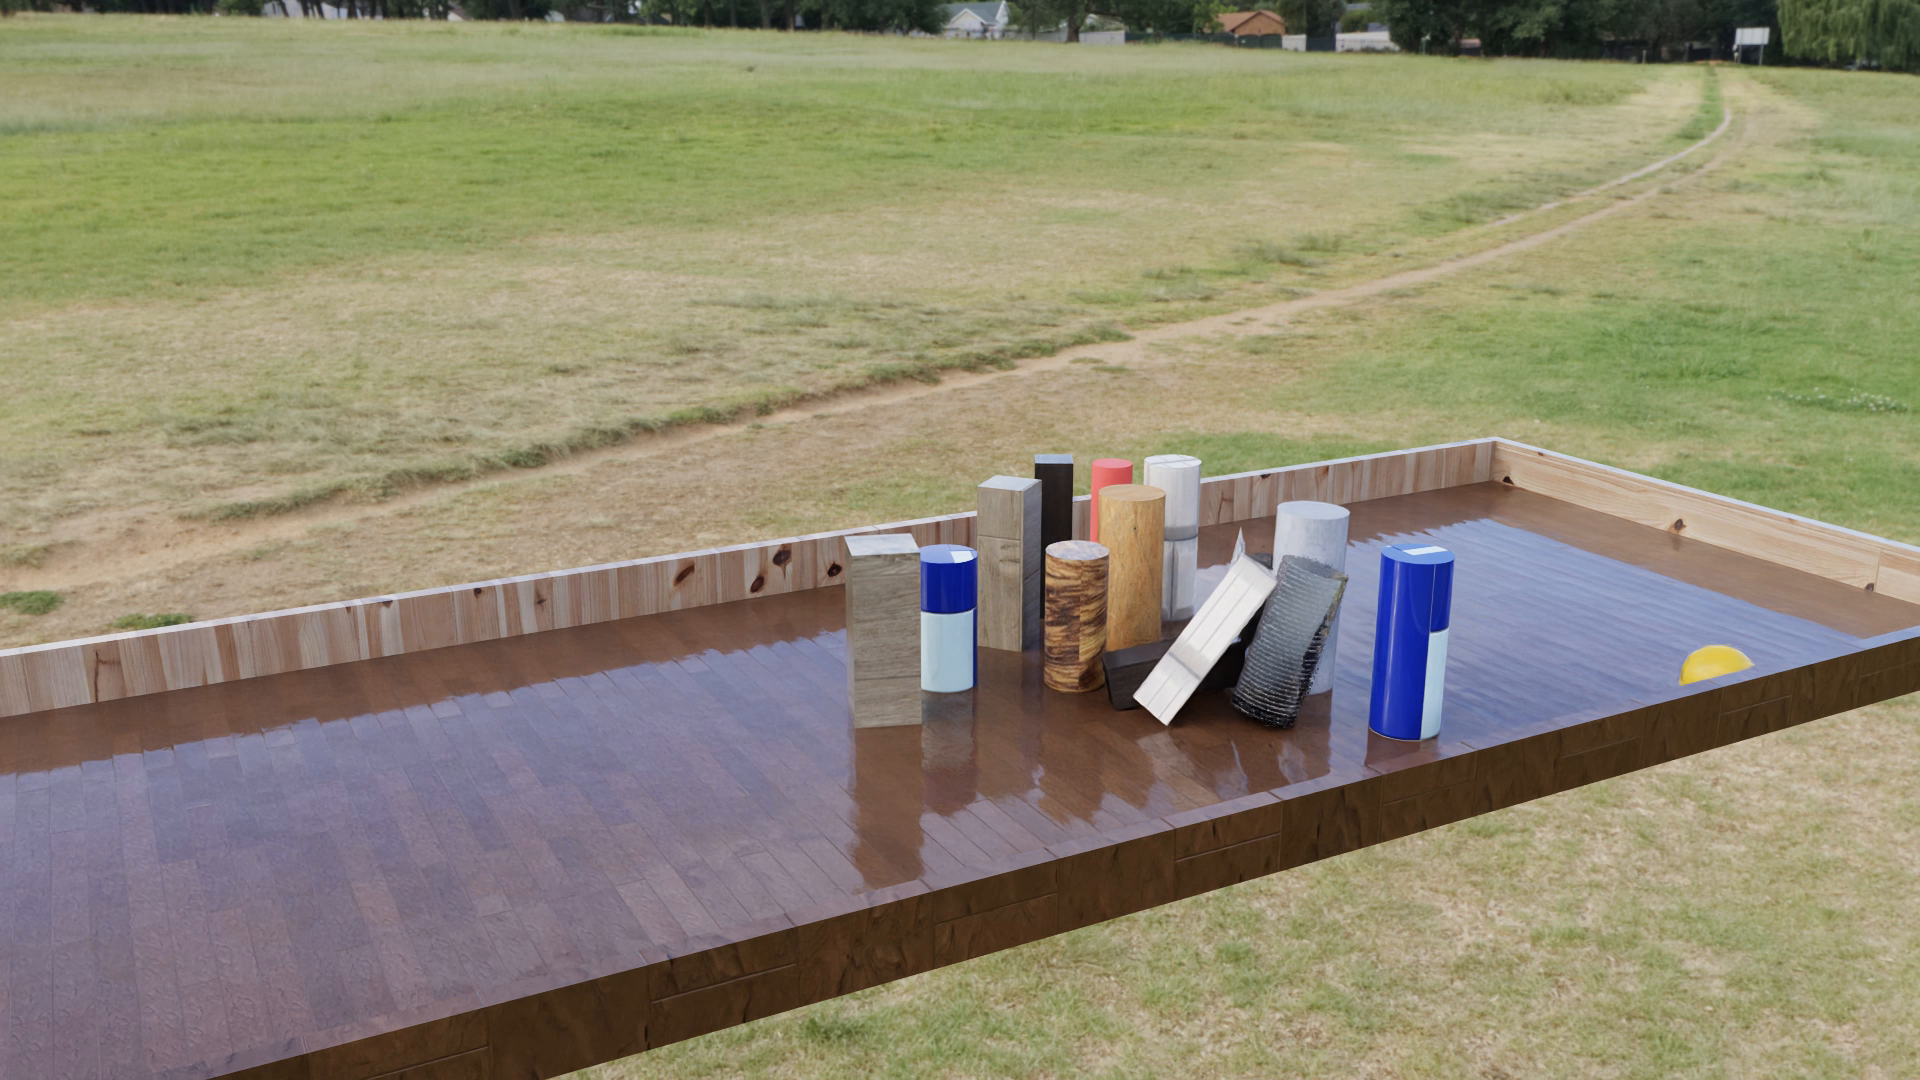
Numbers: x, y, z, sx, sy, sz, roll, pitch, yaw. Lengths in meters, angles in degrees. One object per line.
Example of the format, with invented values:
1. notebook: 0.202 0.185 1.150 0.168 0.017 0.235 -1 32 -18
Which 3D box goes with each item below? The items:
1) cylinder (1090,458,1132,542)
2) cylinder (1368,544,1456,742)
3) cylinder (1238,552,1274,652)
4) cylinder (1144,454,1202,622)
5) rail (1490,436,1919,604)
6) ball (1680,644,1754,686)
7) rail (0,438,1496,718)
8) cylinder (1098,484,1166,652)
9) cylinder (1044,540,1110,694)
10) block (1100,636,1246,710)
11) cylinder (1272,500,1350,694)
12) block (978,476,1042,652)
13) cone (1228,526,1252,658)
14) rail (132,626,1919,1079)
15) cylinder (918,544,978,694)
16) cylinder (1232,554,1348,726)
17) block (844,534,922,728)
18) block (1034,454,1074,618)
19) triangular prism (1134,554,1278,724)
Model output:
1. cylinder: 0.441 -0.042 4.829 0.118 0.377 0.118 0 16 0
2. cylinder: 1.039 0.235 3.801 0.162 0.425 0.162 0 16 0
3. cylinder: 0.712 0.193 4.190 0.127 0.127 0.334 16 56 44
4. cylinder: 0.585 -0.006 4.596 0.156 0.440 0.156 0 16 0
5. rail: 2.466 -0.048 5.253 0.050 0.150 2.100 -9 18 -27
6. ball: 1.800 0.334 3.912 0.172 0.172 0.172 0 16 0
7. rail: -3.305 0.497 3.399 12.000 0.150 0.050 -9 18 -27
8. cylinder: 0.447 0.078 4.344 0.174 0.420 0.174 0 16 0
9. cylinder: 0.287 0.190 4.088 0.156 0.347 0.156 0 18 0
10. block: 0.518 0.311 3.992 0.329 0.110 0.110 -12 17 1
11. cylinder: 0.854 0.141 4.077 0.174 0.445 0.174 2 16 -1
12. block: 0.130 0.062 4.368 0.129 0.439 0.129 7 18 23
13. cone: 0.730 0.125 4.331 0.145 0.337 0.145 0 16 0
14. rail: -2.336 1.006 1.665 12.000 0.150 0.050 -9 18 -27
15. cylinder: -0.037 0.195 4.099 0.163 0.335 0.163 0 16 0
16. cylinder: 0.768 0.235 3.851 0.158 0.368 0.158 16 14 -4
17. block: -0.181 0.212 3.883 0.157 0.422 0.157 -3 17 -10
18. block: 0.258 -0.009 4.594 0.104 0.446 0.104 0 16 1
19. triangular prism: 0.588 0.236 3.873 0.106 0.427 0.092 41 13 23
